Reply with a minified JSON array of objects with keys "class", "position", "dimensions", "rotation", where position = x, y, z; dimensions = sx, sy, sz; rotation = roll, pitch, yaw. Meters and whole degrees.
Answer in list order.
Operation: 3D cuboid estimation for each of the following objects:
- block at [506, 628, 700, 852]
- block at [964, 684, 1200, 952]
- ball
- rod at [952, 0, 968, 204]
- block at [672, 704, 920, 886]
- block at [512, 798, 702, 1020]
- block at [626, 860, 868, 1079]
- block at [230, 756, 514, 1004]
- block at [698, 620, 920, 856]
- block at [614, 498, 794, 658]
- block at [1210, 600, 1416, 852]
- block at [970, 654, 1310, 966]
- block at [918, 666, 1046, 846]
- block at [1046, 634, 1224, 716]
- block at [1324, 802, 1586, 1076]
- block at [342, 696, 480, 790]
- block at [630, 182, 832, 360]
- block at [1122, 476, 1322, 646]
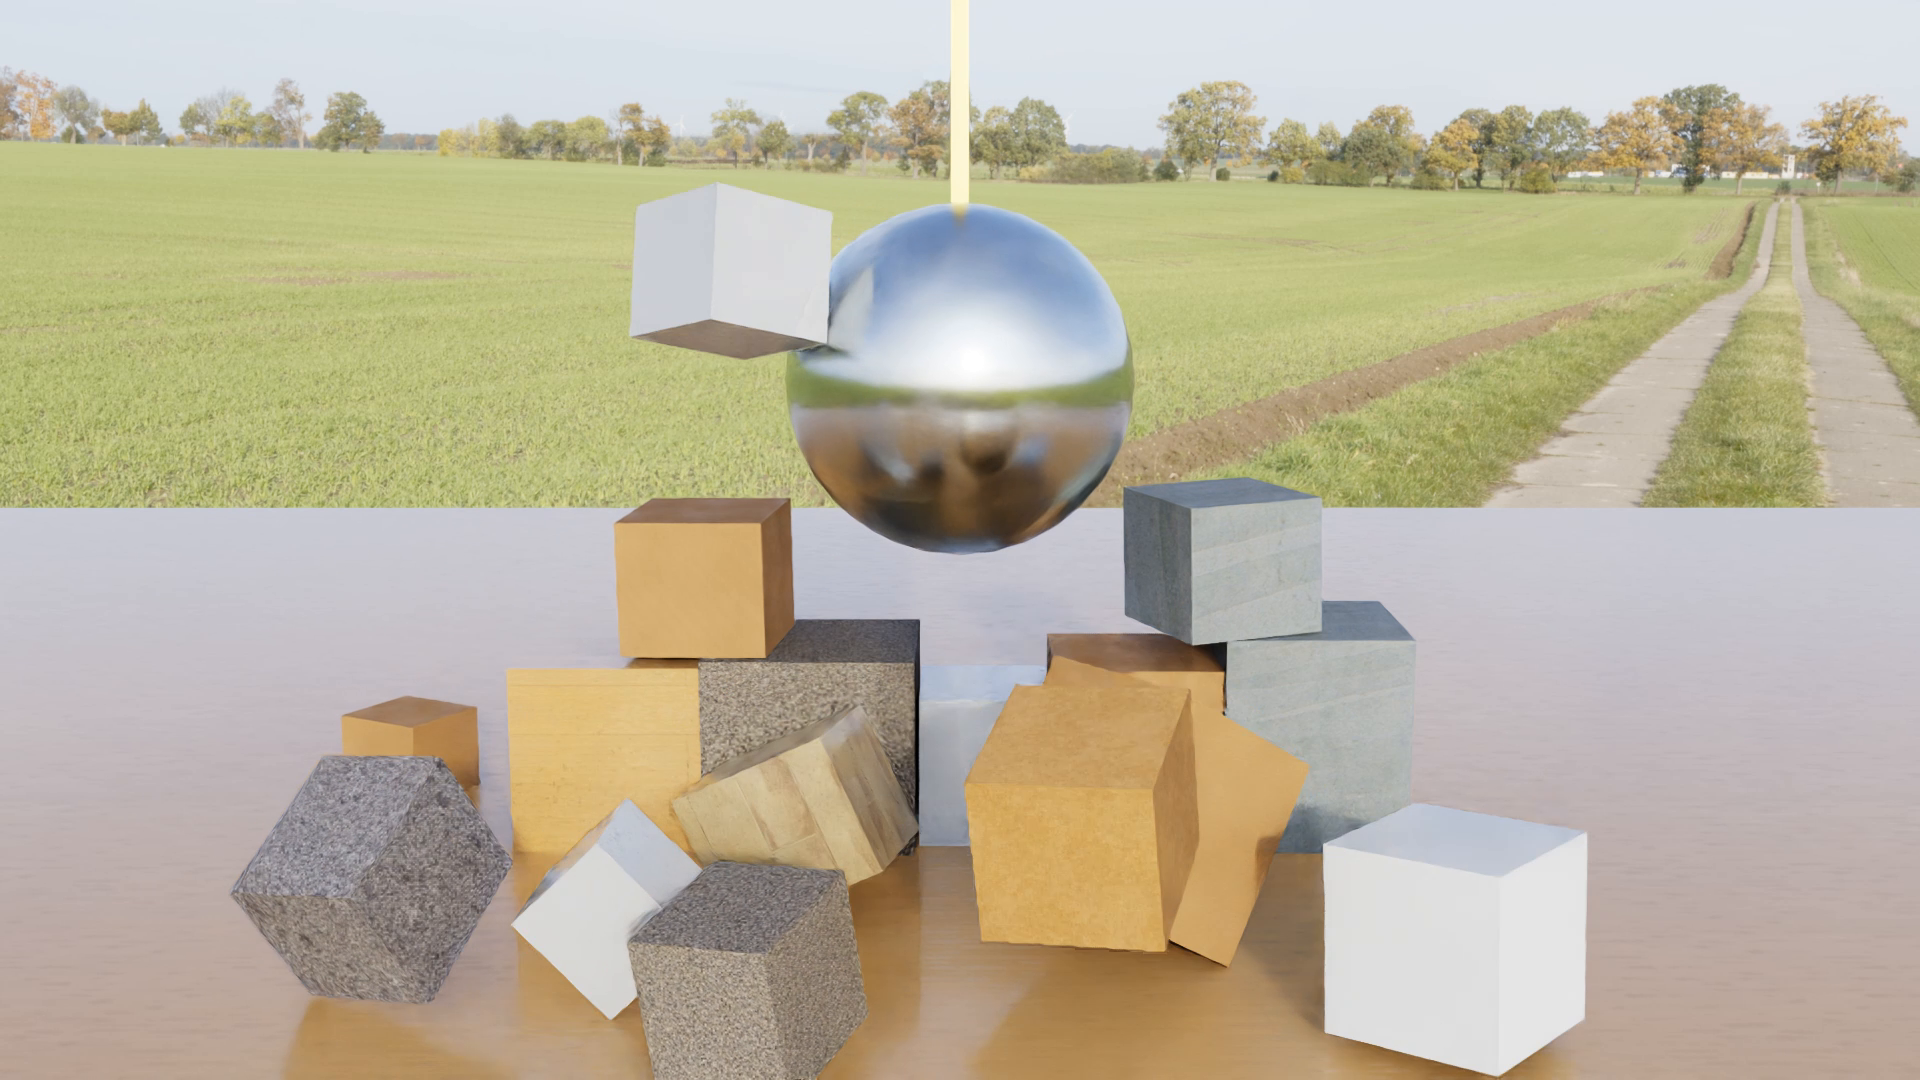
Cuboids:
[{"class":"block","position":[-1.759,1.014,11.361],"dimensions":[0.949,0.939,0.917],"rotation":[0,10,0]},{"class":"block","position":[0.487,1.043,8.402],"dimensions":[0.698,0.674,0.808],"rotation":[0,23,16]},{"class":"ball","position":[0.000,-0.730,10.049],"dimensions":[1.600,1.600,1.600],"rotation":[0,10,0]},{"class":"rod","position":[0.000,-4.130,9.997],"dimensions":[0.080,5.200,0.080],"rotation":[0,1,0]},{"class":"block","position":[-0.736,1.256,10.022],"dimensions":[0.764,0.651,0.690],"rotation":[-24,3,15]},{"class":"block","position":[-1.408,1.513,9.083],"dimensions":[0.503,0.562,0.572],"rotation":[-43,6,11]},{"class":"block","position":[-0.787,1.658,8.297],"dimensions":[0.576,0.624,0.649],"rotation":[0,20,25]},{"class":"block","position":[-2.406,1.389,9.059],"dimensions":[0.629,0.661,0.742],"rotation":[-2,41,27]},{"class":"block","position":[-0.749,0.995,11.349],"dimensions":[1.061,0.982,0.994],"rotation":[0,10,1]},{"class":"block","position":[-1.286,0.181,11.194],"dimensions":[0.736,0.675,0.767],"rotation":[0,10,7]},{"class":"block","position":[1.772,0.943,11.350],"dimensions":[0.928,1.085,0.957],"rotation":[0,10,0]},{"class":"block","position":[0.786,1.171,9.557],"dimensions":[0.914,0.941,0.800],"rotation":[30,-11,-38]},{"class":"block","position":[0.125,1.105,11.377],"dimensions":[0.659,0.756,0.741],"rotation":[0,10,0]},{"class":"block","position":[0.885,1.026,11.367],"dimensions":[0.831,0.915,0.877],"rotation":[0,10,-1]},{"class":"block","position":[1.937,1.535,8.601],"dimensions":[0.744,0.764,0.726],"rotation":[6,11,40]},{"class":"block","position":[-2.998,1.149,12.017],"dimensions":[0.514,0.440,0.502],"rotation":[6,12,29]},{"class":"block","position":[-0.994,-1.153,9.544],"dimensions":[0.619,0.580,0.592],"rotation":[8,-9,-42]},{"class":"block","position":[1.317,0.090,11.112],"dimensions":[0.713,0.672,0.793],"rotation":[-5,11,-20]}]
